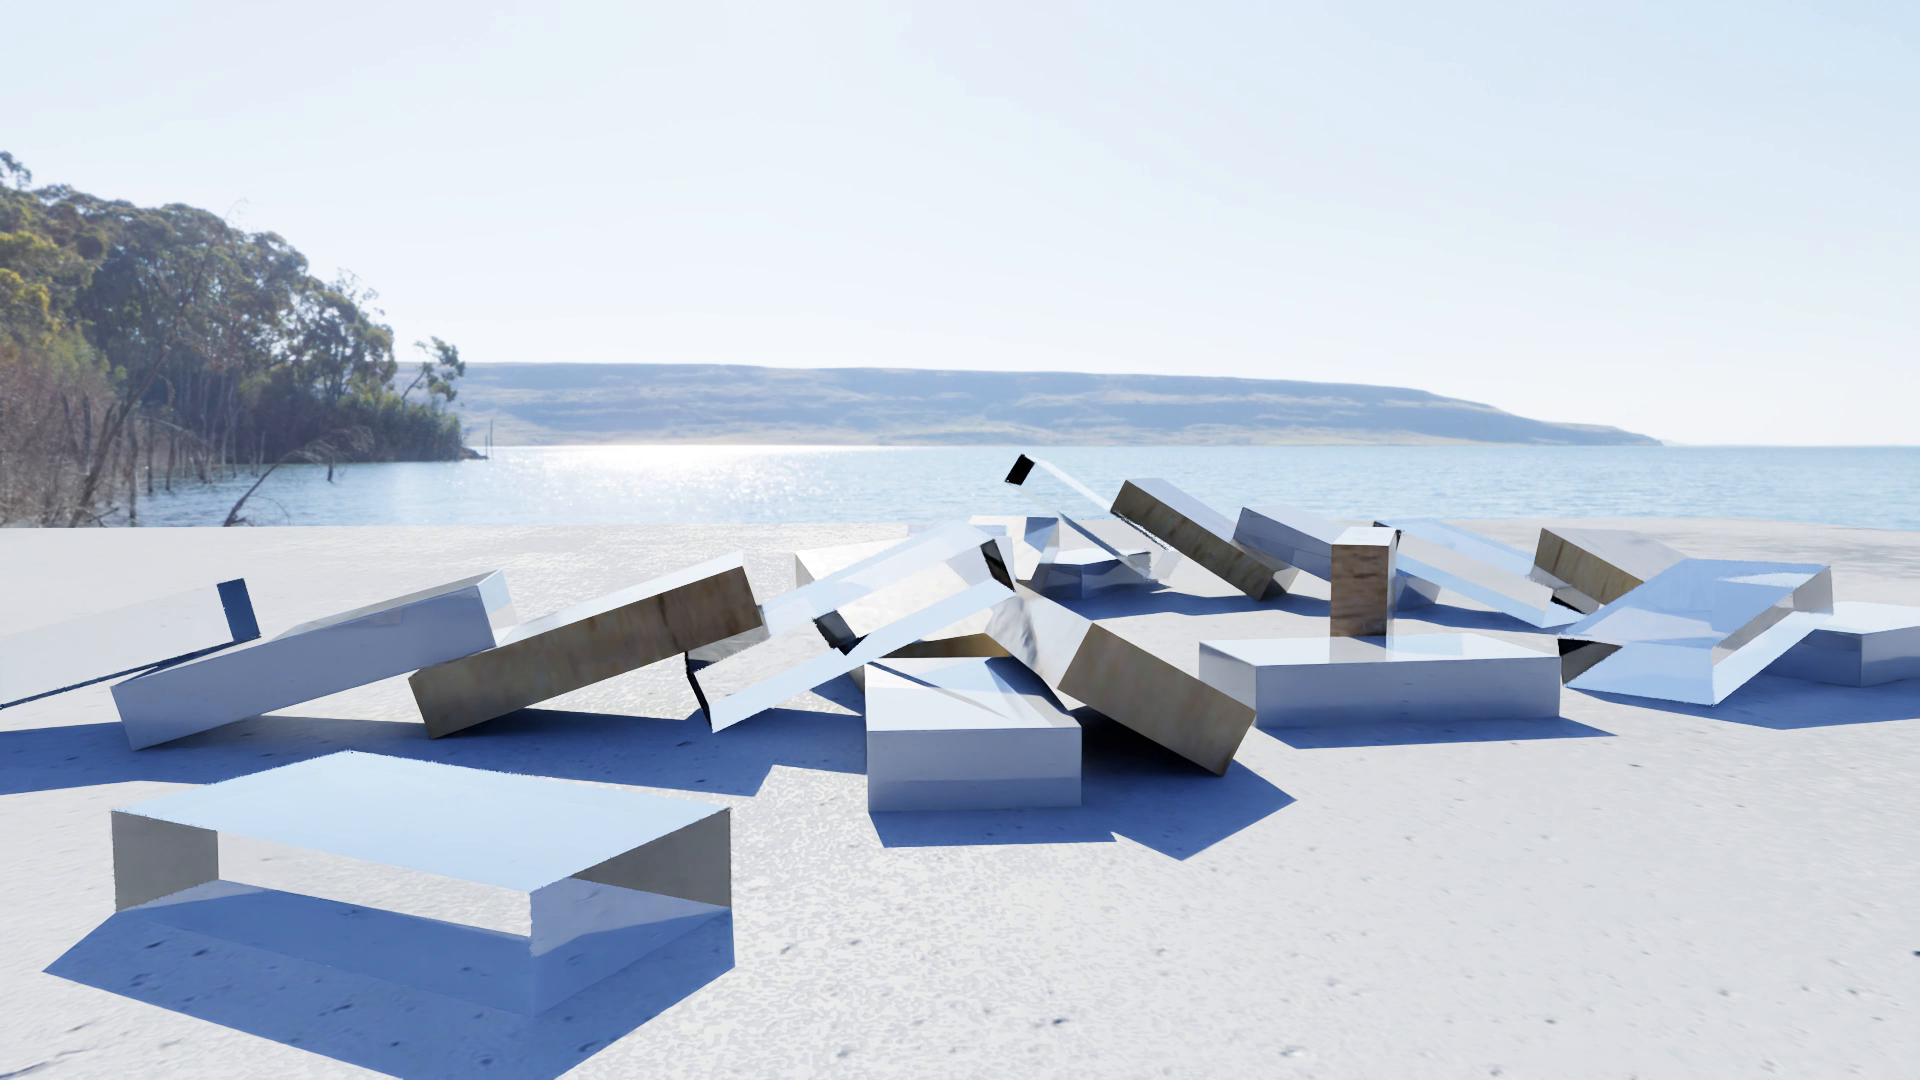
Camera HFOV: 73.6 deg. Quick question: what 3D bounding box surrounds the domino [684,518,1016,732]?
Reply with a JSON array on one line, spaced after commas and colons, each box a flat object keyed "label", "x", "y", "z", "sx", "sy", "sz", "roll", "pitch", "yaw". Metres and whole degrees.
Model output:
[{"label": "domino", "x": -0.018, "y": 0.012, "z": 0.204, "sx": 0.050, "sy": 0.010, "sz": 0.025, "roll": -24, "pitch": 13, "yaw": -9}]

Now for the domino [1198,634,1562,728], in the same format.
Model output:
[{"label": "domino", "x": 0.067, "y": 0.022, "z": 0.208, "sx": 0.050, "sy": 0.010, "sz": 0.025, "roll": -1, "pitch": 4, "yaw": -9}]

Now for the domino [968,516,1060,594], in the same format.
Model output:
[{"label": "domino", "x": 0.011, "y": 0.006, "z": 0.345, "sx": 0.025, "sy": 0.010, "sz": 0.050, "roll": 2, "pitch": 19, "yaw": 12}]

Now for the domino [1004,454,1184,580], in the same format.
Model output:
[{"label": "domino", "x": 0.039, "y": -0.007, "z": 0.370, "sx": 0.050, "sy": 0.009, "sz": 0.025, "roll": 35, "pitch": 11, "yaw": 19}]

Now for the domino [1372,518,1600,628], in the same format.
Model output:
[{"label": "domino", "x": 0.131, "y": 0.007, "z": 0.322, "sx": 0.025, "sy": 0.010, "sz": 0.050, "roll": -3, "pitch": 21, "yaw": -37}]

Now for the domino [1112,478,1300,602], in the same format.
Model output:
[{"label": "domino", "x": 0.070, "y": -0.001, "z": 0.366, "sx": 0.050, "sy": 0.009, "sz": 0.025, "roll": 35, "pitch": 21, "yaw": 25}]

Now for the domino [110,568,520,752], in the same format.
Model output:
[{"label": "domino", "x": -0.095, "y": 0.017, "z": 0.194, "sx": 0.050, "sy": 0.010, "sz": 0.025, "roll": -16, "pitch": 7, "yaw": -10}]

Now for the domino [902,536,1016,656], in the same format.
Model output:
[{"label": "domino", "x": -0.001, "y": 0.012, "z": 0.269, "sx": 0.025, "sy": 0.010, "sz": 0.050, "roll": 0, "pitch": 19, "yaw": 1}]

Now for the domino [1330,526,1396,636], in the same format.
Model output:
[{"label": "domino", "x": 0.078, "y": 0.012, "z": 0.248, "sx": 0.009, "sy": 0.025, "sz": 0.050, "roll": 2, "pitch": 5, "yaw": 20}]

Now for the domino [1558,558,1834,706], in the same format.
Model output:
[{"label": "domino", "x": 0.132, "y": 0.015, "z": 0.229, "sx": 0.050, "sy": 0.009, "sz": 0.025, "roll": -19, "pitch": 13, "yaw": -35}]

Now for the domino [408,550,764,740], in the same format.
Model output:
[{"label": "domino", "x": -0.056, "y": 0.015, "z": 0.200, "sx": 0.050, "sy": 0.010, "sz": 0.025, "roll": -19, "pitch": 8, "yaw": -7}]

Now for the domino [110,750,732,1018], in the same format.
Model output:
[{"label": "domino", "x": -0.049, "y": 0.029, "z": 0.117, "sx": 0.050, "sy": 0.010, "sz": 0.025, "roll": 2, "pitch": 5, "yaw": 25}]

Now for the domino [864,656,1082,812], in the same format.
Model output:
[{"label": "domino", "x": 0.000, "y": 0.025, "z": 0.174, "sx": 0.025, "sy": 0.009, "sz": 0.050, "roll": 0, "pitch": 4, "yaw": -5}]

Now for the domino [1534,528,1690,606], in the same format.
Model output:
[{"label": "domino", "x": 0.157, "y": 0.010, "z": 0.292, "sx": 0.025, "sy": 0.010, "sz": 0.050, "roll": 2, "pitch": 18, "yaw": -9}]

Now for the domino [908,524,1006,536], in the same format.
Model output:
[{"label": "domino", "x": -0.001, "y": 0.009, "z": 0.308, "sx": 0.025, "sy": 0.009, "sz": 0.050, "roll": 0, "pitch": 19, "yaw": 1}]

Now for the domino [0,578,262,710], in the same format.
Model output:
[{"label": "domino", "x": -0.133, "y": 0.017, "z": 0.187, "sx": 0.025, "sy": 0.009, "sz": 0.050, "roll": -7, "pitch": 9, "yaw": 46}]

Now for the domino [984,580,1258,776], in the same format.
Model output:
[{"label": "domino", "x": 0.021, "y": 0.018, "z": 0.186, "sx": 0.025, "sy": 0.010, "sz": 0.050, "roll": 29, "pitch": -1, "yaw": -10}]

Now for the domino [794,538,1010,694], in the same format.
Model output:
[{"label": "domino", "x": -0.012, "y": 0.013, "z": 0.235, "sx": 0.025, "sy": 0.009, "sz": 0.050, "roll": -7, "pitch": 21, "yaw": -19}]

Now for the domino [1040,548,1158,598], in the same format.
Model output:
[{"label": "domino", "x": 0.037, "y": 0.009, "z": 0.380, "sx": 0.025, "sy": 0.009, "sz": 0.050, "roll": 3, "pitch": 5, "yaw": 33}]

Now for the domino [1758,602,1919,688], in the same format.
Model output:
[{"label": "domino", "x": 0.172, "y": 0.019, "z": 0.247, "sx": 0.050, "sy": 0.010, "sz": 0.025, "roll": -3, "pitch": 5, "yaw": -31}]

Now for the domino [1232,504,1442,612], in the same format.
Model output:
[{"label": "domino", "x": 0.102, "y": 0.004, "z": 0.348, "sx": 0.050, "sy": 0.009, "sz": 0.025, "roll": 28, "pitch": 22, "yaw": 38}]
